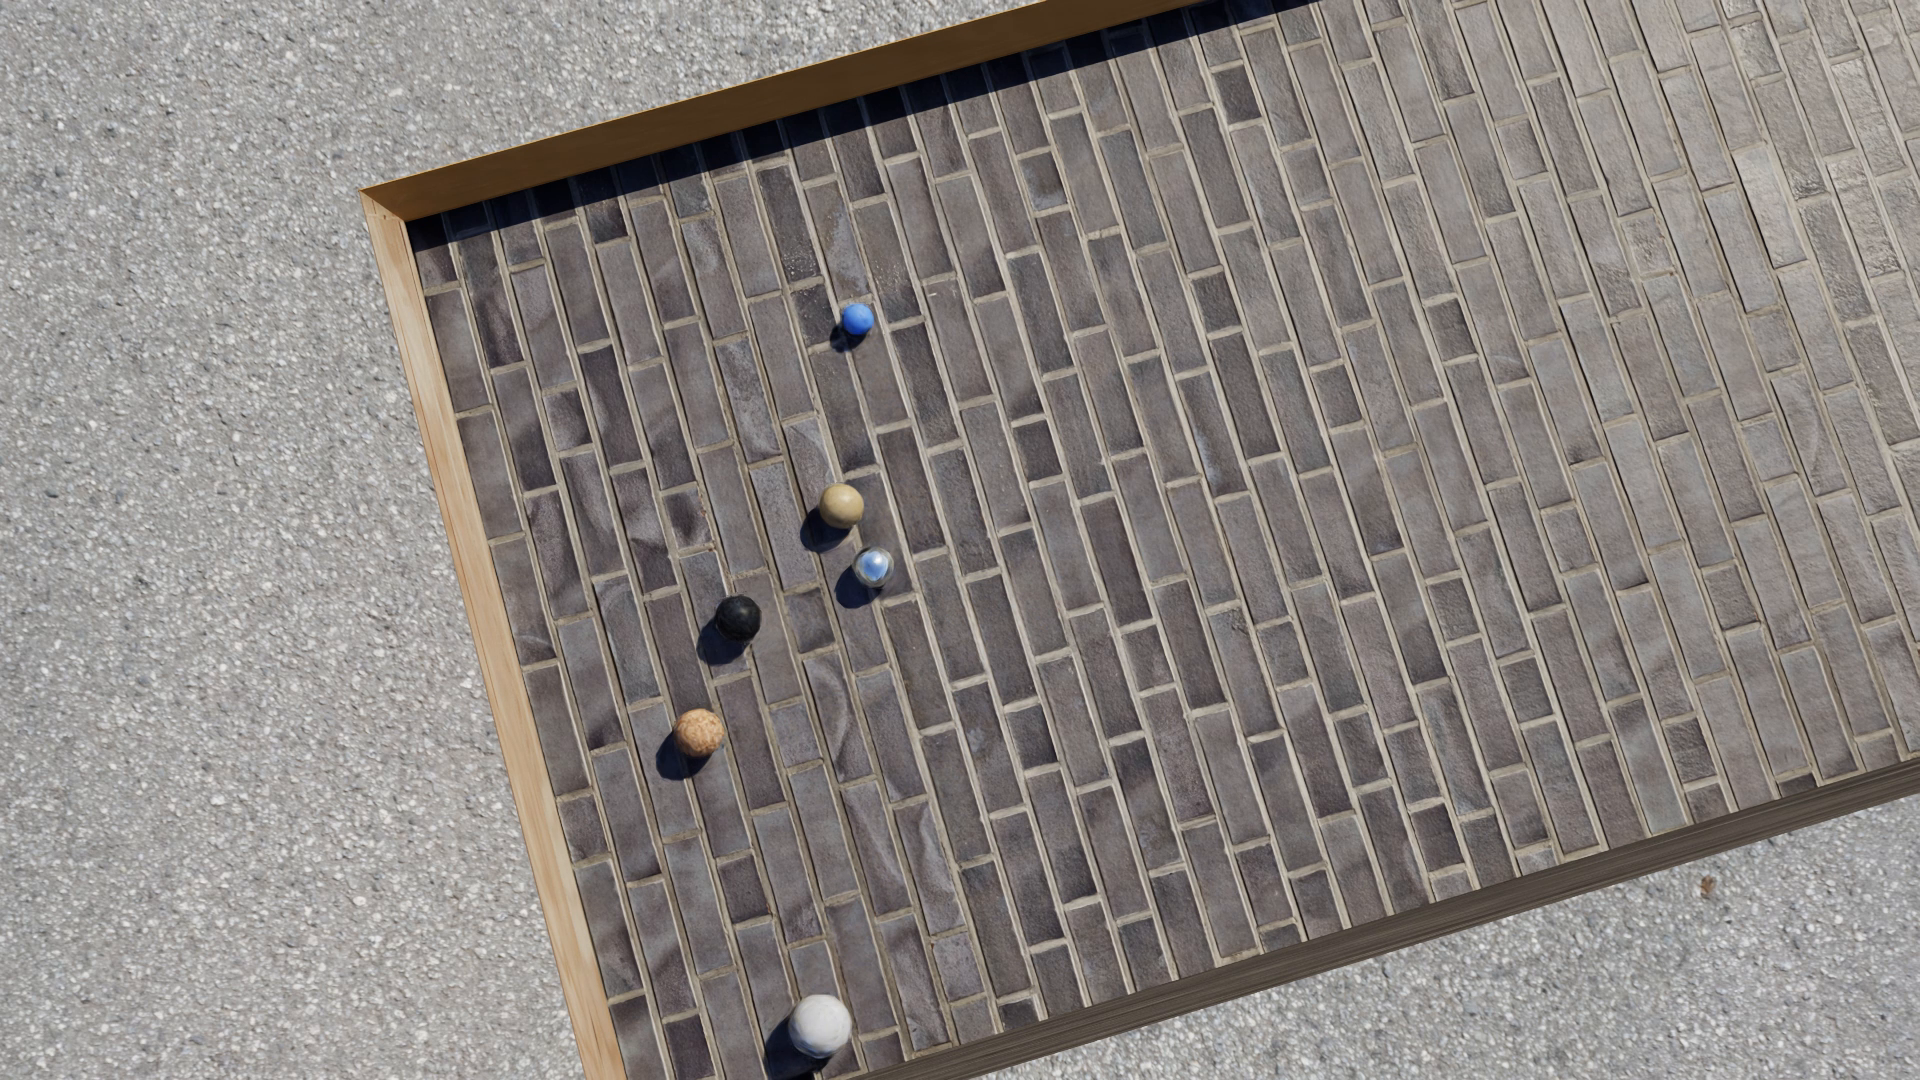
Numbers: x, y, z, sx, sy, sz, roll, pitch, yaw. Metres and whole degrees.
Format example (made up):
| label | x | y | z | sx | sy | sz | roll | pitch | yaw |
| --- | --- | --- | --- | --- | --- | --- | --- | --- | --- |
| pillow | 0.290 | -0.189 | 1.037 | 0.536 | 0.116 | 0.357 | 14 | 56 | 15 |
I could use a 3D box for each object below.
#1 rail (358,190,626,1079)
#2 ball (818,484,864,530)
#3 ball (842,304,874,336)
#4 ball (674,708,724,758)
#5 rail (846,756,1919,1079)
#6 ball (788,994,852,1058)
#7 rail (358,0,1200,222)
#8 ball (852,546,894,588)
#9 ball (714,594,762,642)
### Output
| label | x | y | z | sx | sy | sz | roll | pitch | yaw |
| --- | --- | --- | --- | --- | --- | --- | --- | --- | --- |
| rail | -0.669 | 0.188 | 3.227 | 0.045 | 0.118 | 1.504 | -16 | 80 | -3 |
| ball | -0.178 | -0.050 | 3.297 | 0.068 | 0.068 | 0.068 | 0 | 80 | 0 |
| ball | -0.156 | -0.336 | 3.359 | 0.048 | 0.048 | 0.048 | 0 | 80 | 0 |
| ball | -0.384 | 0.284 | 3.234 | 0.072 | 0.072 | 0.072 | 0 | 80 | 0 |
| rail | 0.897 | 0.483 | 3.174 | 2.884 | 0.118 | 0.045 | -16 | 80 | -3 |
| ball | -0.201 | 0.696 | 3.150 | 0.091 | 0.091 | 0.091 | 0 | 80 | 0 |
| rail | 0.487 | -0.892 | 3.424 | 2.884 | 0.118 | 0.045 | -16 | 80 | -3 |
| ball | -0.129 | 0.040 | 3.283 | 0.063 | 0.063 | 0.063 | 0 | 80 | 0 |
| ball | -0.329 | 0.117 | 3.266 | 0.070 | 0.070 | 0.070 | 0 | 80 | 0 |
